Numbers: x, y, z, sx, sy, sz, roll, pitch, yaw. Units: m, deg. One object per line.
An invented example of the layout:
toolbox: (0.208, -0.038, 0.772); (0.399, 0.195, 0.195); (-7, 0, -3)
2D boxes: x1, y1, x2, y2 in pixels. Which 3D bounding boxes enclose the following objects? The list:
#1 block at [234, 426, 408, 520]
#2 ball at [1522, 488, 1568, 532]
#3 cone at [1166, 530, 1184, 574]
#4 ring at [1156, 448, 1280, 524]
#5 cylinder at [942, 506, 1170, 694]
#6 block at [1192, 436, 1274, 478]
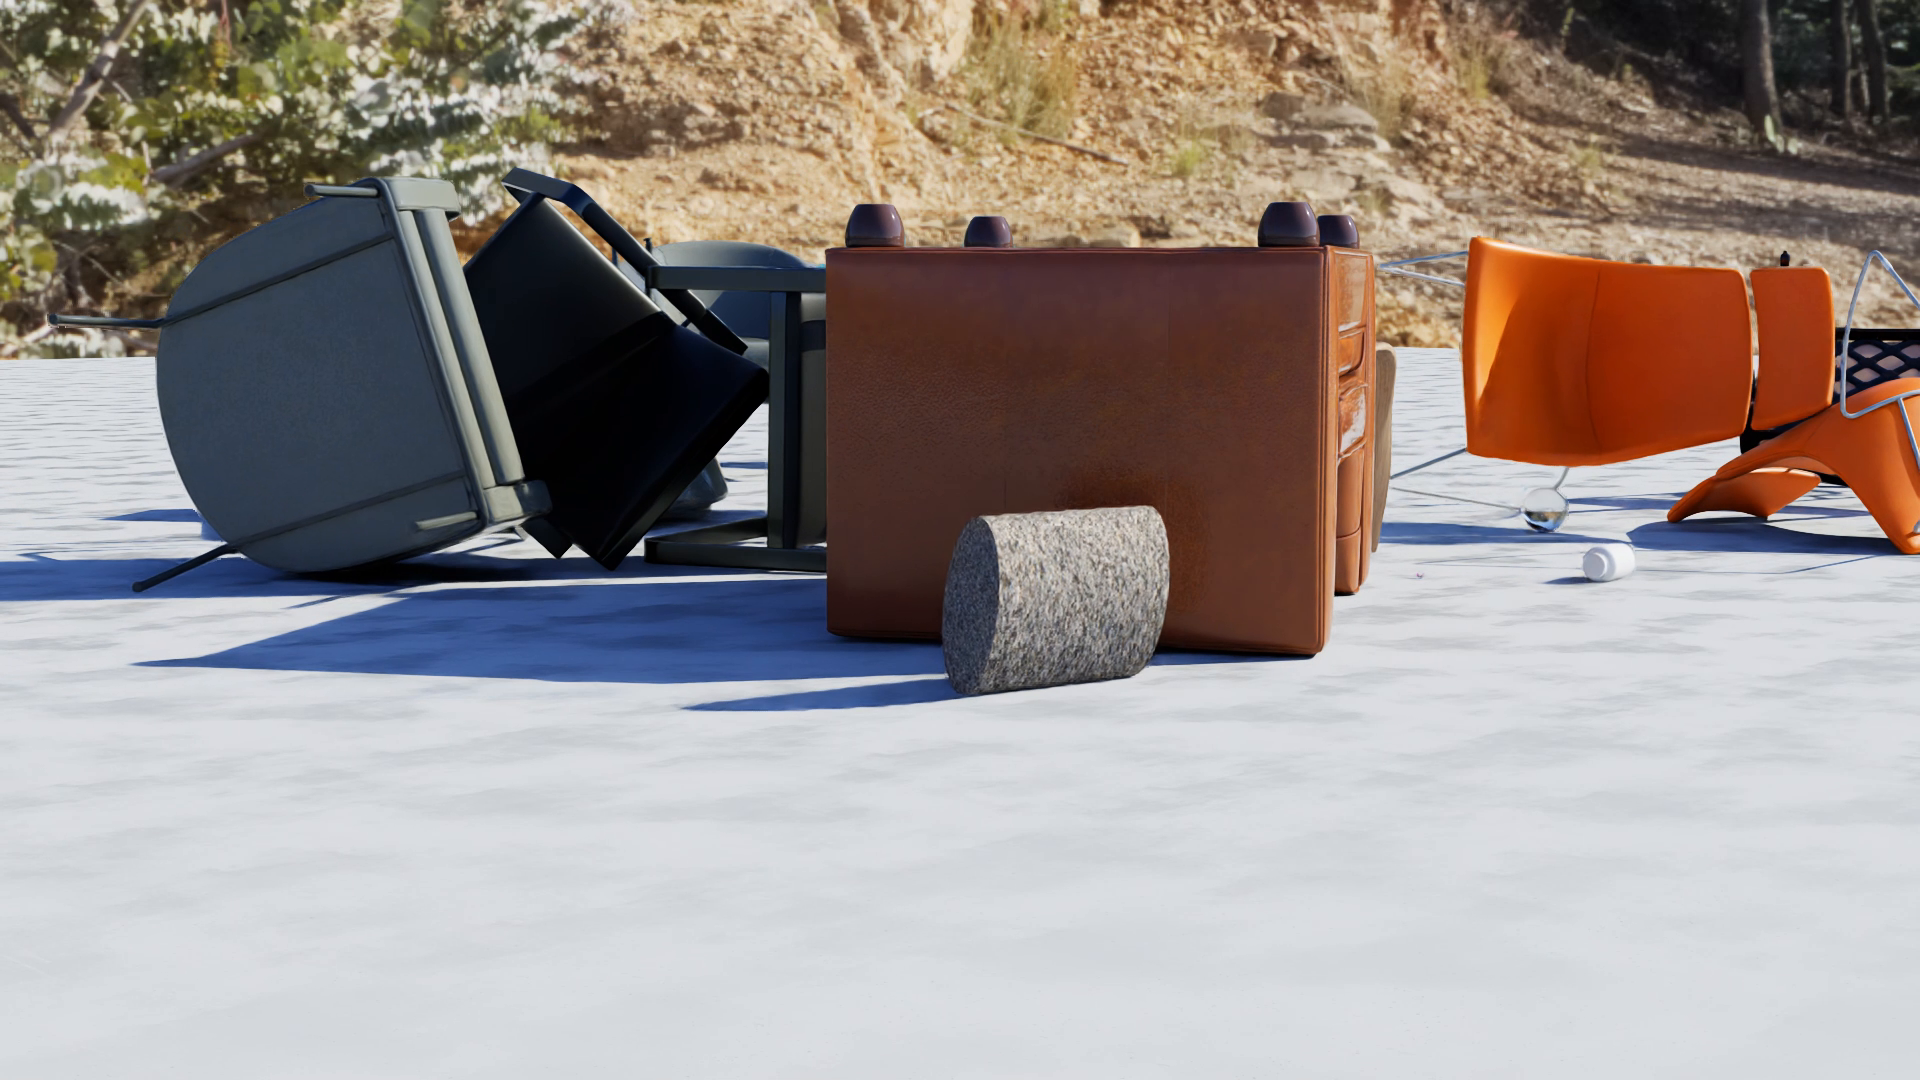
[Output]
block: (-1.772, -0.191, 7.134); (0.353, 0.231, 0.334); (1, 6, 11)
ball: (1.506, -0.078, 6.608); (0.115, 0.115, 0.115); (0, 6, 0)
cone: (0.471, 0.046, 5.731); (0.085, 0.135, 0.086); (-36, -40, 5)
ring: (0.686, -0.142, 6.831); (0.345, 0.196, 0.082); (12, 9, -9)
cylinder: (0.155, 0.094, 4.112); (0.339, 0.291, 0.147); (-4, 20, -35)
block: (0.836, -0.231, 7.875); (0.238, 0.159, 0.206); (1, 6, 10)
